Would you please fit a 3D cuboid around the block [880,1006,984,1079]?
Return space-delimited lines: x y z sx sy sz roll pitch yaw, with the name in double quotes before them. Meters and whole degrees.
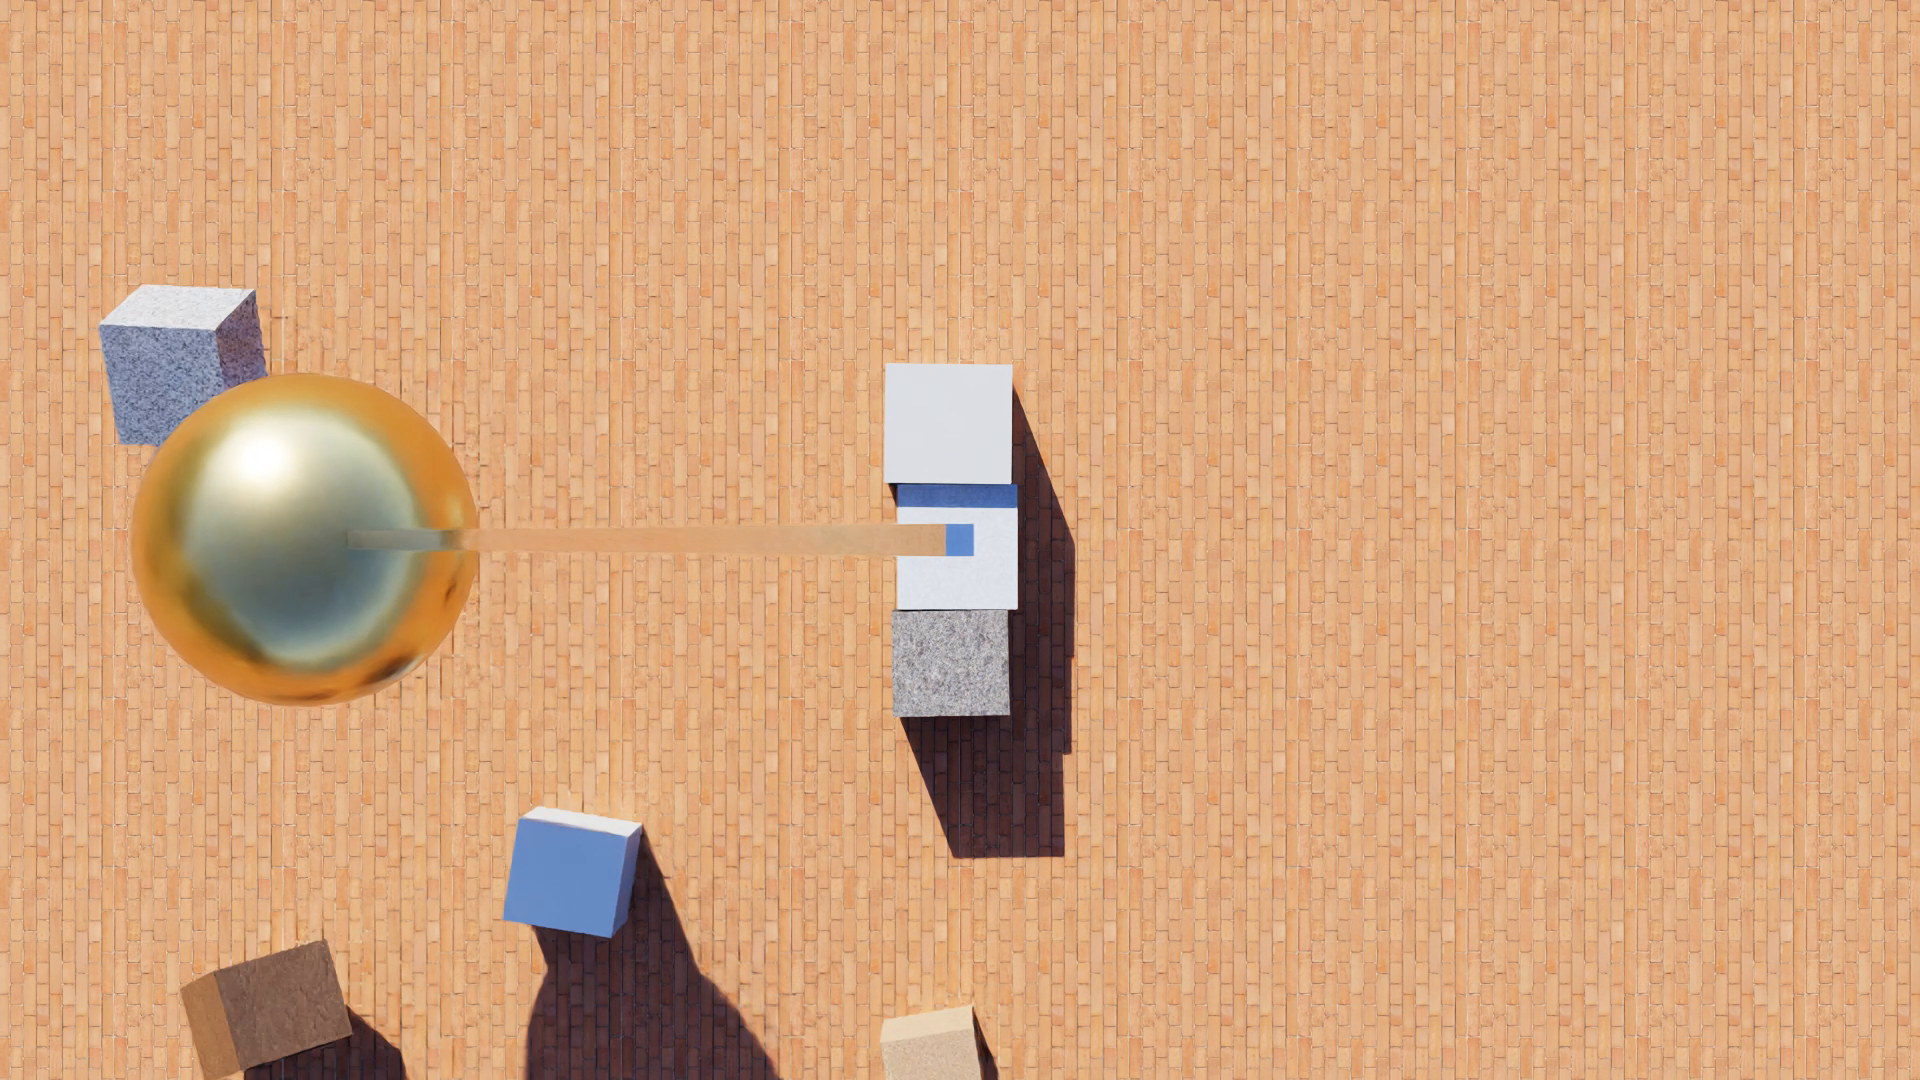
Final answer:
"block" -0.135 3.116 12.697 0.532 0.605 0.655 -9 90 0

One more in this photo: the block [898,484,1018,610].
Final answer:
"block" -0.014 0.038 12.708 0.677 0.584 0.705 0 90 0

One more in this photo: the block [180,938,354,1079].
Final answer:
"block" -3.946 2.679 12.504 0.655 0.655 0.563 -12 80 -38

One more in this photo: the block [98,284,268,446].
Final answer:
"block" -4.403 -0.991 12.541 0.660 0.603 0.731 3 118 4

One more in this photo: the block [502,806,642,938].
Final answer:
"block" -2.231 1.910 12.708 0.625 0.584 0.579 9 90 0

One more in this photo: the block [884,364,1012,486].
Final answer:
"block" -0.065 -0.652 12.662 0.710 0.675 0.668 1 90 0

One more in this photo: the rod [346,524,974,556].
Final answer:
"rod" -1.348 0.000 7.593 0.080 5.200 0.080 0 90 -31

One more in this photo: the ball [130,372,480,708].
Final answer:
"ball" -3.112 0.000 10.500 1.600 1.600 1.600 0 90 0

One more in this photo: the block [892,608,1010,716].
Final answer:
"block" -0.055 0.696 12.705 0.658 0.591 0.593 -1 90 0
